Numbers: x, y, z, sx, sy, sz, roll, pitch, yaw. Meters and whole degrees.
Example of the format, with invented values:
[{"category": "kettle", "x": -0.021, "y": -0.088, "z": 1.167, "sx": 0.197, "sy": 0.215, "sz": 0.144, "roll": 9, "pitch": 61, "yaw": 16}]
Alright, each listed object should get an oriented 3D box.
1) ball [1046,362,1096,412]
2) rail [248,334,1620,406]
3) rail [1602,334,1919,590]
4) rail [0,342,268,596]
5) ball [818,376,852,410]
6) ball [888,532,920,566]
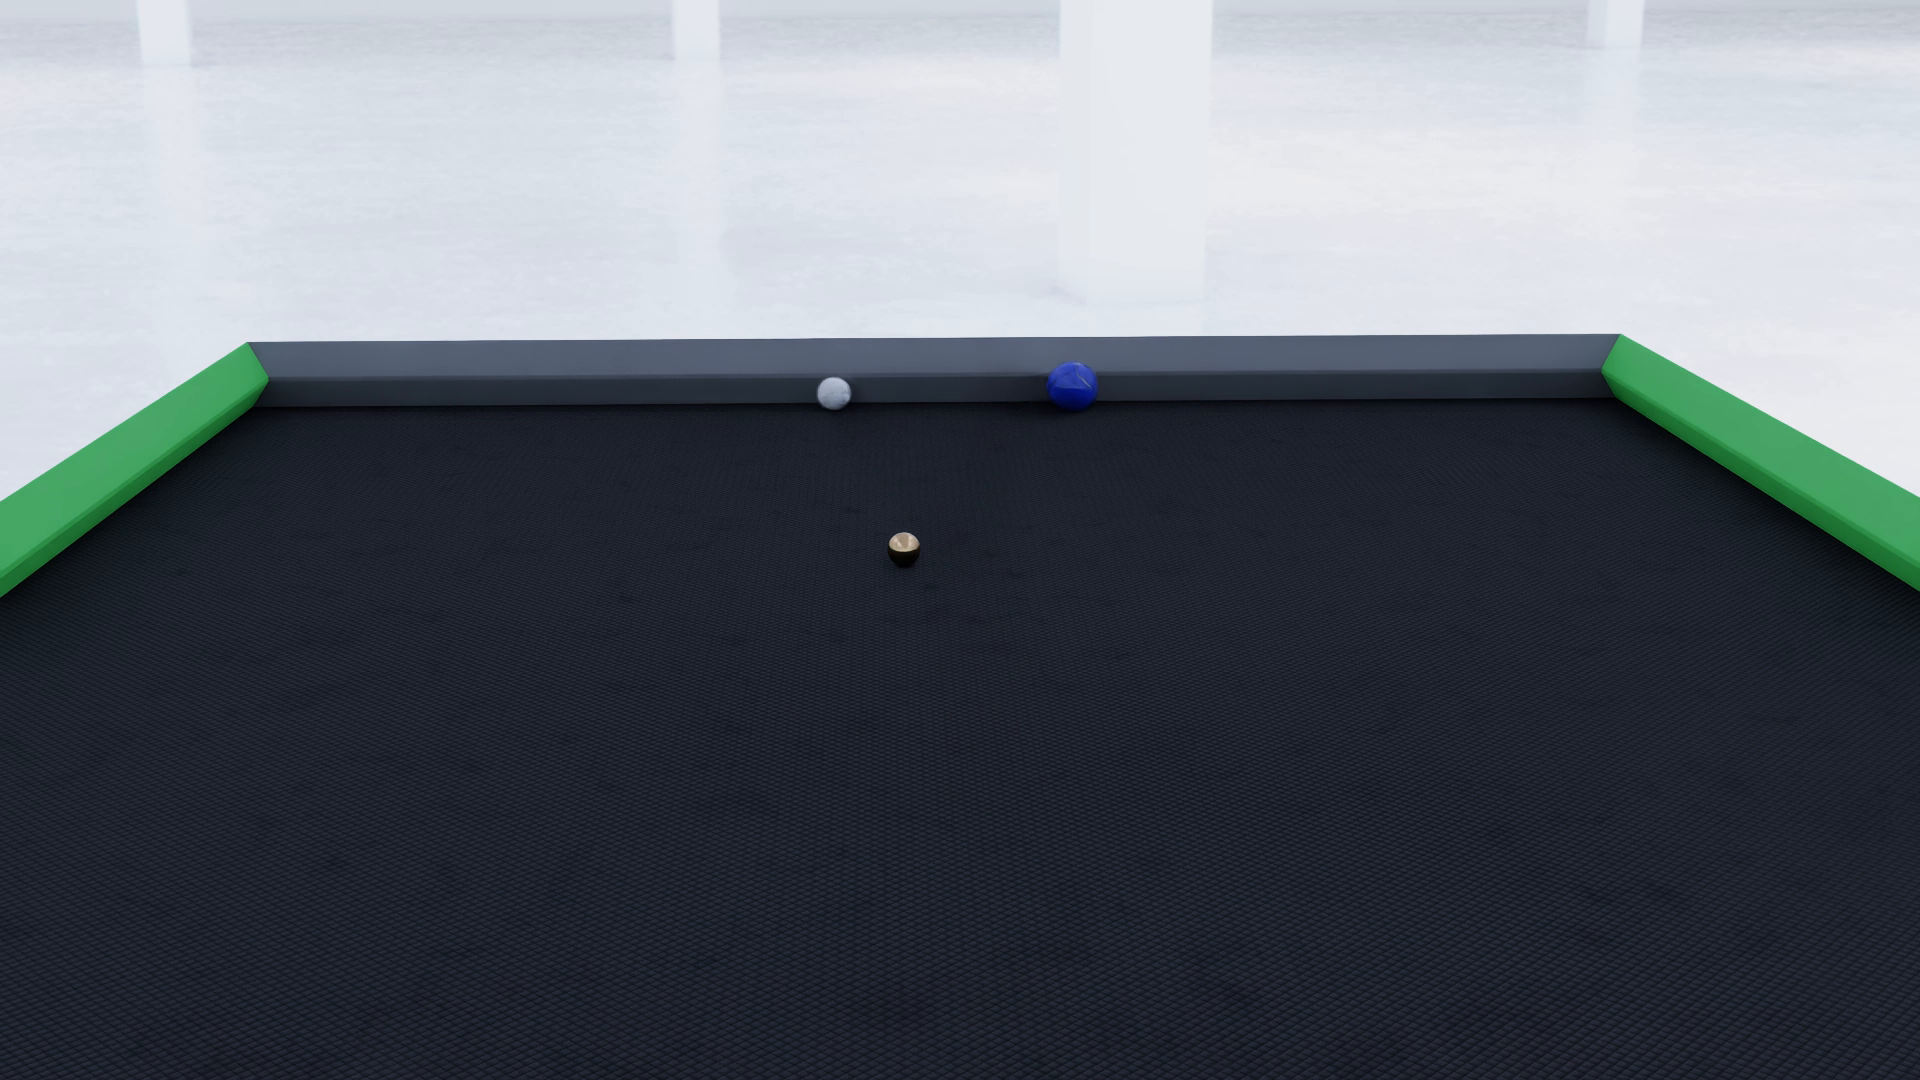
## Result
[{"category": "ball", "x": 0.190, "y": -0.261, "z": 3.743, "sx": 0.086, "sy": 0.086, "sz": 0.086, "roll": 0, "pitch": 16, "yaw": 0}, {"category": "rail", "x": -0.032, "y": -0.289, "z": 3.794, "sx": 2.379, "sy": 0.112, "sz": 0.045, "roll": -1, "pitch": 16, "yaw": -2}, {"category": "rail", "x": 1.198, "y": 0.224, "z": 1.942, "sx": 0.045, "sy": 0.112, "sz": 3.970, "roll": -1, "pitch": 16, "yaw": -2}, {"category": "rail", "x": -1.132, "y": 0.245, "z": 1.867, "sx": 0.045, "sy": 0.112, "sz": 3.970, "roll": -1, "pitch": 16, "yaw": -2}, {"category": "ball", "x": -0.215, "y": -0.250, "z": 3.758, "sx": 0.057, "sy": 0.057, "sz": 0.057, "roll": 0, "pitch": 16, "yaw": 0}, {"category": "ball", "x": -0.072, "y": 0.012, "z": 2.839, "sx": 0.044, "sy": 0.044, "sz": 0.044, "roll": 0, "pitch": 16, "yaw": 0}]
